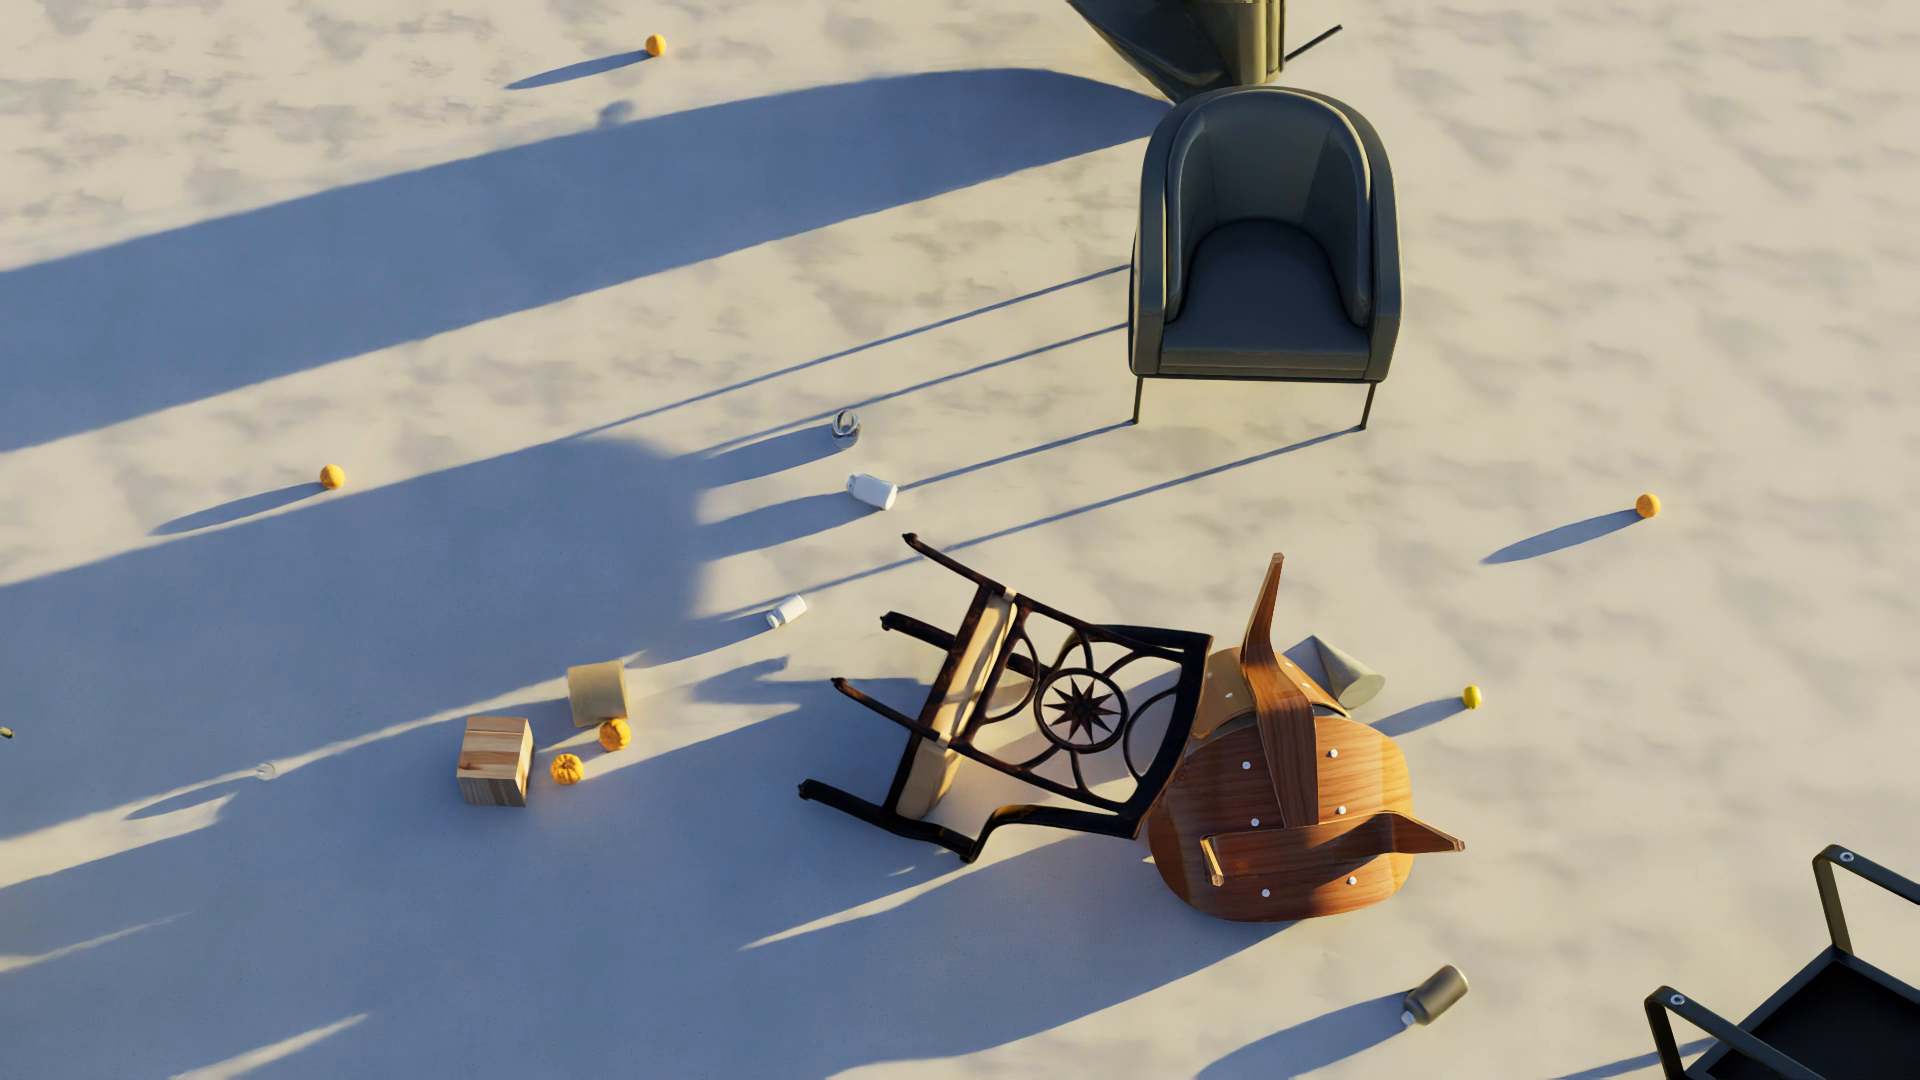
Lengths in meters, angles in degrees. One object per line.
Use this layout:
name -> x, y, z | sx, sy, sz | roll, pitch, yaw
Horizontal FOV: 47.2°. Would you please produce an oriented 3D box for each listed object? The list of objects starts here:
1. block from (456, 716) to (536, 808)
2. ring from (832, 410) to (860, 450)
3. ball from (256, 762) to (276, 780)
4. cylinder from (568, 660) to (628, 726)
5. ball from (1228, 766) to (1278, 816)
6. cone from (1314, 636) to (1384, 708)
block -> -1.277, 0.611, 6.065 | 0.161, 0.165, 0.190 | 2, 56, 2
ring -> -0.351, -0.341, 6.769 | 0.090, 0.057, 0.138 | 2, 57, 3
ball -> -1.929, 0.644, 6.112 | 0.050, 0.050, 0.050 | 0, 56, 0
cylinder -> -1.021, 0.432, 6.207 | 0.148, 0.128, 0.180 | -8, 57, -6
ball -> 0.803, 0.688, 6.031 | 0.134, 0.134, 0.134 | 0, 56, 0
cone -> 1.081, 0.350, 6.305 | 0.155, 0.115, 0.257 | -21, 46, -16
